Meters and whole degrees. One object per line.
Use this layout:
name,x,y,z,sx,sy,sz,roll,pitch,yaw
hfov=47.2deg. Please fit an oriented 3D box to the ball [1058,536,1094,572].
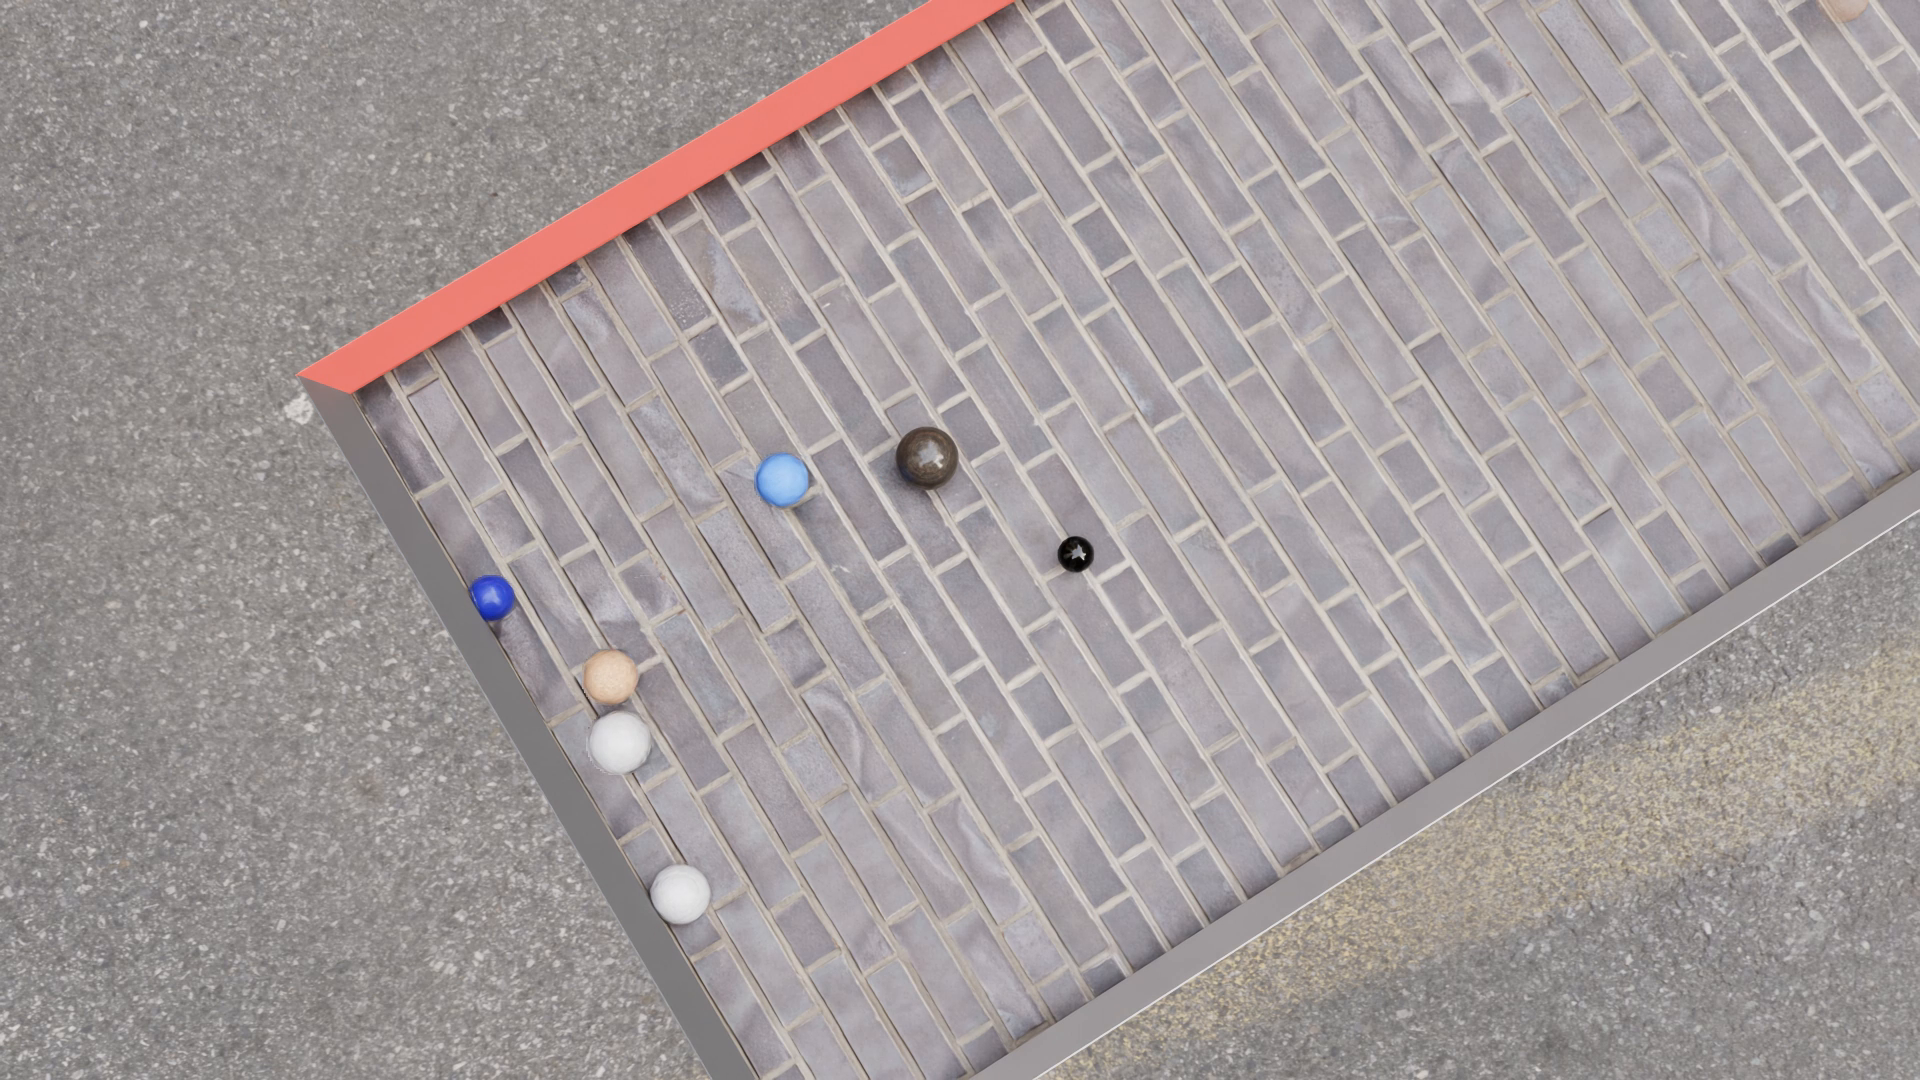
ball,0.173,0.022,3.284,0.055,0.055,0.055,0,80,0

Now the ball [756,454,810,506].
ball,-0.266,-0.090,3.290,0.080,0.080,0.080,0,80,0

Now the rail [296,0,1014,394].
rail,0.233,-0.950,3.412,2.822,0.124,0.045,-32,82,-5

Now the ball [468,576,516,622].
ball,-0.695,0.087,3.266,0.068,0.068,0.068,0,80,0

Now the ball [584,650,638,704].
ball,-0.515,0.202,3.240,0.080,0.080,0.080,0,80,0

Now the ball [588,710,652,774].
ball,-0.498,0.296,3.219,0.092,0.092,0.092,0,80,0

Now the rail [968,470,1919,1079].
rail,0.964,0.205,3.216,2.822,0.124,0.045,-32,82,-5

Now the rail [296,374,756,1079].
rail,-0.578,0.352,3.192,0.045,0.124,1.429,-32,82,-5

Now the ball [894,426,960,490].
ball,-0.049,-0.122,3.287,0.096,0.096,0.096,0,80,0

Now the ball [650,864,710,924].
ball,-0.405,0.513,3.185,0.086,0.086,0.086,0,80,0
